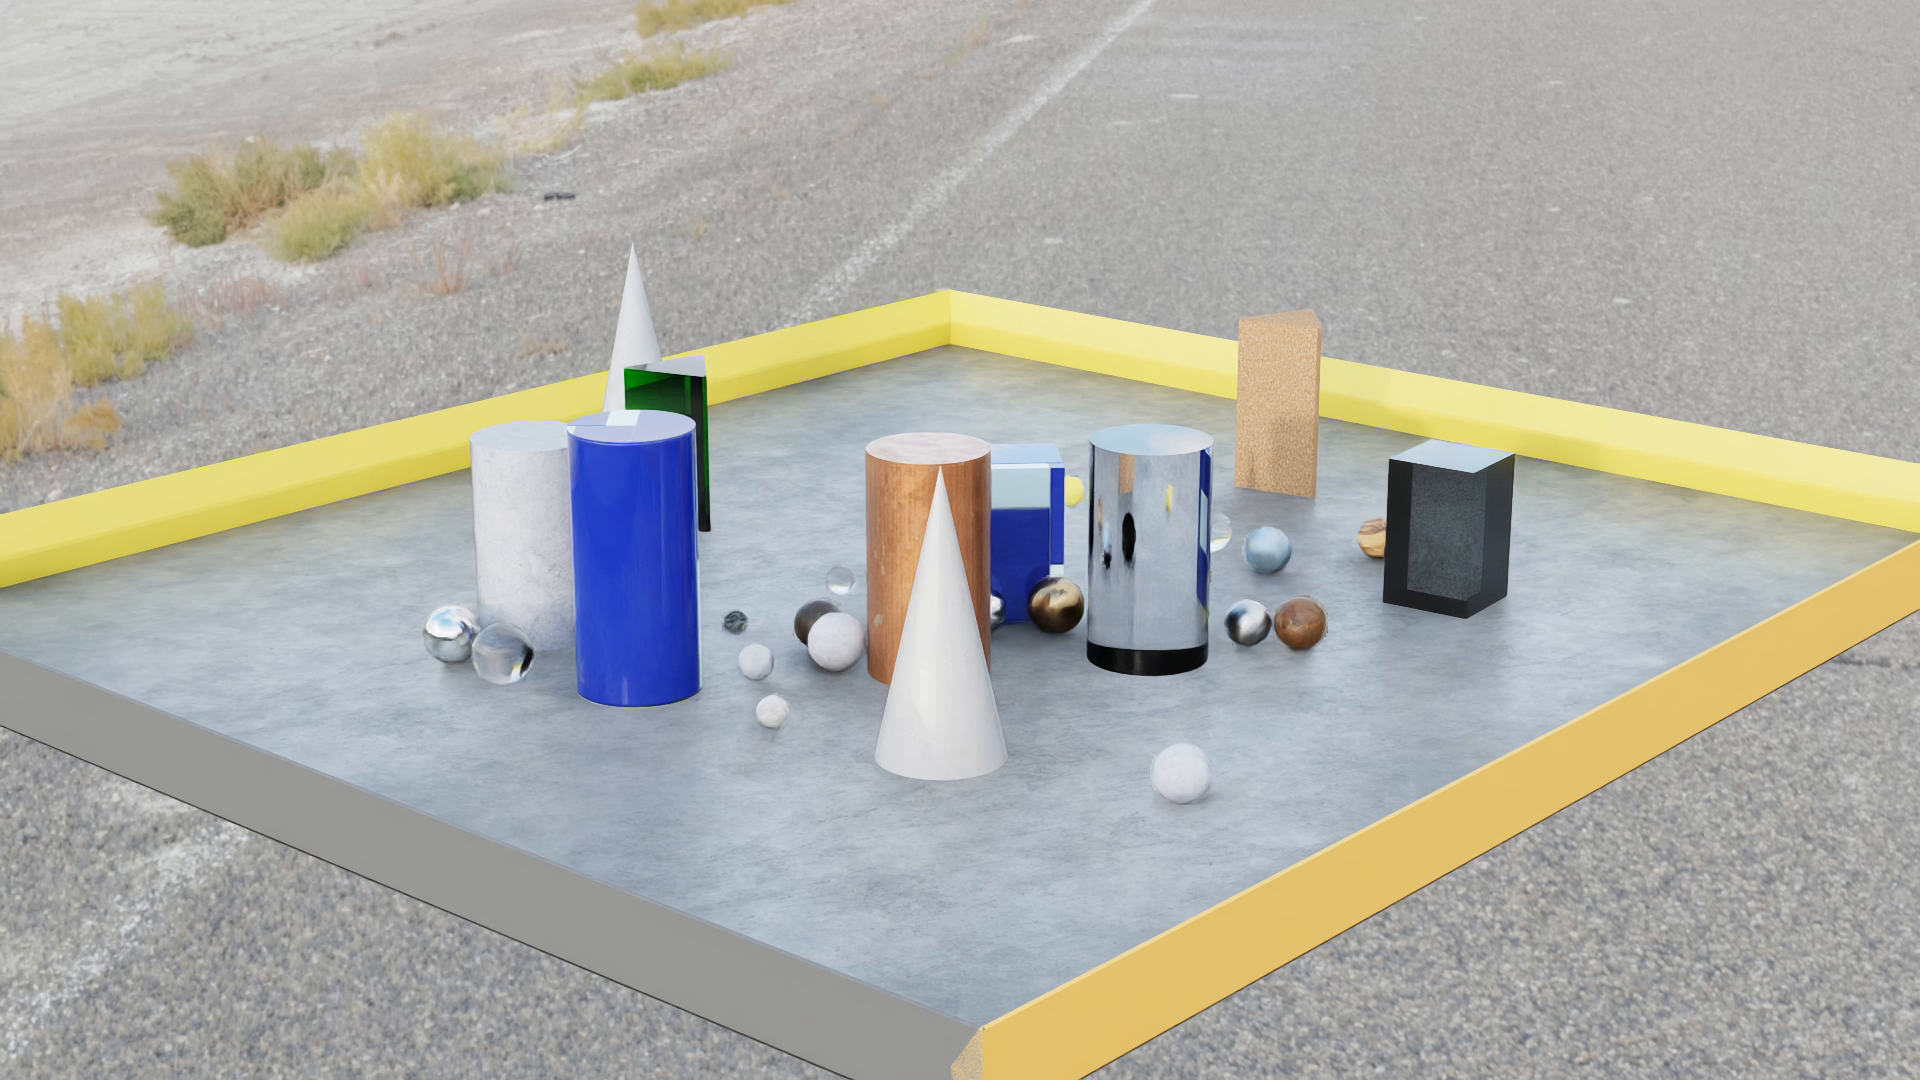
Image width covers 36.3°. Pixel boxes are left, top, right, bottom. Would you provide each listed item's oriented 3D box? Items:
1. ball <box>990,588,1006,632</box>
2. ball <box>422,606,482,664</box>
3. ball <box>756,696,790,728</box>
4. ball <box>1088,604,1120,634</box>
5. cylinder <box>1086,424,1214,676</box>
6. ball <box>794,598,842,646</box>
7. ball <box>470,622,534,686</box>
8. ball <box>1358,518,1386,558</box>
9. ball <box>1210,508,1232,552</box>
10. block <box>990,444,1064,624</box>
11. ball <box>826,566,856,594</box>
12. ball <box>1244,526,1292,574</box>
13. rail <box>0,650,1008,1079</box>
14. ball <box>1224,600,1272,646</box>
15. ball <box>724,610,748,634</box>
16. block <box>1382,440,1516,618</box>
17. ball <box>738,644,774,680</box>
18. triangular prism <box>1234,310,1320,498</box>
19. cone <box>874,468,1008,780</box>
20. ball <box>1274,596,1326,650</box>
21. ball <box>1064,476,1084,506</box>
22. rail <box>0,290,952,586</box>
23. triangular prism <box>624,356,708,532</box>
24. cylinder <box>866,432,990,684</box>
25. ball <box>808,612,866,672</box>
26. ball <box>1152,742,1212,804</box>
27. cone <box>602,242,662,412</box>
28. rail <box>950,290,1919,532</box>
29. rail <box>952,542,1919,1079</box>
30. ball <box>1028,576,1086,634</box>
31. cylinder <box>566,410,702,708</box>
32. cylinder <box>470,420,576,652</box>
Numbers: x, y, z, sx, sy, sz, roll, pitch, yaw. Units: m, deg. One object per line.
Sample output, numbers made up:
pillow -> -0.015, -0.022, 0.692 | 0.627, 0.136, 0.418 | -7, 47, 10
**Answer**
ball -> 0.040, 0.118, 4.931 | 0.078, 0.078, 0.078 | 0, 17, 0
ball -> -0.828, 0.154, 4.780 | 0.095, 0.095, 0.095 | 0, 17, 0
ball -> -0.287, 0.264, 4.493 | 0.051, 0.051, 0.051 | 0, 17, 0
ball -> 0.242, 0.134, 4.924 | 0.051, 0.051, 0.051 | 0, 17, 0
cylinder -> 0.308, 0.014, 4.769 | 0.200, 0.368, 0.200 | 0, 17, 0
ball -> -0.233, 0.139, 4.848 | 0.085, 0.085, 0.085 | 0, 17, 0
ball -> -0.730, 0.182, 4.680 | 0.100, 0.100, 0.100 | 0, 17, 0
ball -> 0.761, -0.005, 5.343 | 0.074, 0.074, 0.074 | 0, 17, 0
ball -> 0.456, -0.018, 5.371 | 0.083, 0.083, 0.083 | 0, 17, 0
block -> 0.091, -0.012, 5.020 | 0.160, 0.274, 0.160 | -1, 17, -4
ball -> -0.208, 0.070, 5.134 | 0.052, 0.052, 0.052 | 0, 17, 0
ball -> 0.552, 0.018, 5.252 | 0.083, 0.083, 0.083 | 0, 17, 0
rail -> -0.946, 0.347, 4.076 | 2.613, 0.130, 0.045 | 14, 22, 39
ball -> 0.477, 0.137, 4.859 | 0.077, 0.077, 0.077 | 0, 17, 0
ball -> -0.377, 0.138, 4.926 | 0.041, 0.041, 0.041 | 0, 17, 0
block -> 0.846, -0.021, 5.076 | 0.160, 0.259, 0.160 | 12, 20, 34
ball -> -0.327, 0.196, 4.704 | 0.059, 0.059, 0.059 | 0, 17, 0
triangular prism -> 0.656, -0.276, 5.785 | 0.173, 0.338, 0.150 | 10, 19, 29
cone -> -0.028, 0.107, 4.319 | 0.200, 0.451, 0.200 | 0, 17, 0
ball -> 0.562, 0.137, 4.850 | 0.087, 0.087, 0.087 | 0, 17, 0
ball -> 0.212, -0.095, 5.670 | 0.059, 0.059, 0.059 | 0, 17, 0
rail -> -0.969, -0.210, 5.925 | 0.045, 0.130, 2.935 | 14, 22, 39
triangular prism -> -0.522, -0.189, 5.563 | 0.173, 0.300, 0.150 | 7, 18, 22
cylinder -> -0.051, 0.032, 4.707 | 0.200, 0.372, 0.200 | 0, 17, 0
ball -> -0.199, 0.164, 4.745 | 0.096, 0.096, 0.096 | 0, 17, 0
ball -> 0.319, 0.334, 4.199 | 0.086, 0.086, 0.086 | 0, 17, 0
cone -> -0.643, -0.359, 5.827 | 0.200, 0.474, 0.200 | 0, 17, 0
rail -> 0.946, -0.282, 6.163 | 2.613, 0.130, 0.045 | 14, 22, 39
rail -> 0.969, 0.275, 4.314 | 0.045, 0.130, 2.935 | 14, 22, 39
ball -> 0.162, 0.109, 4.927 | 0.096, 0.096, 0.096 | 0, 17, 0
cylinder -> -0.511, 0.028, 4.615 | 0.200, 0.431, 0.200 | 0, 17, 0
cylinder -> -0.709, -0.008, 4.890 | 0.200, 0.342, 0.200 | 0, 17, 0
